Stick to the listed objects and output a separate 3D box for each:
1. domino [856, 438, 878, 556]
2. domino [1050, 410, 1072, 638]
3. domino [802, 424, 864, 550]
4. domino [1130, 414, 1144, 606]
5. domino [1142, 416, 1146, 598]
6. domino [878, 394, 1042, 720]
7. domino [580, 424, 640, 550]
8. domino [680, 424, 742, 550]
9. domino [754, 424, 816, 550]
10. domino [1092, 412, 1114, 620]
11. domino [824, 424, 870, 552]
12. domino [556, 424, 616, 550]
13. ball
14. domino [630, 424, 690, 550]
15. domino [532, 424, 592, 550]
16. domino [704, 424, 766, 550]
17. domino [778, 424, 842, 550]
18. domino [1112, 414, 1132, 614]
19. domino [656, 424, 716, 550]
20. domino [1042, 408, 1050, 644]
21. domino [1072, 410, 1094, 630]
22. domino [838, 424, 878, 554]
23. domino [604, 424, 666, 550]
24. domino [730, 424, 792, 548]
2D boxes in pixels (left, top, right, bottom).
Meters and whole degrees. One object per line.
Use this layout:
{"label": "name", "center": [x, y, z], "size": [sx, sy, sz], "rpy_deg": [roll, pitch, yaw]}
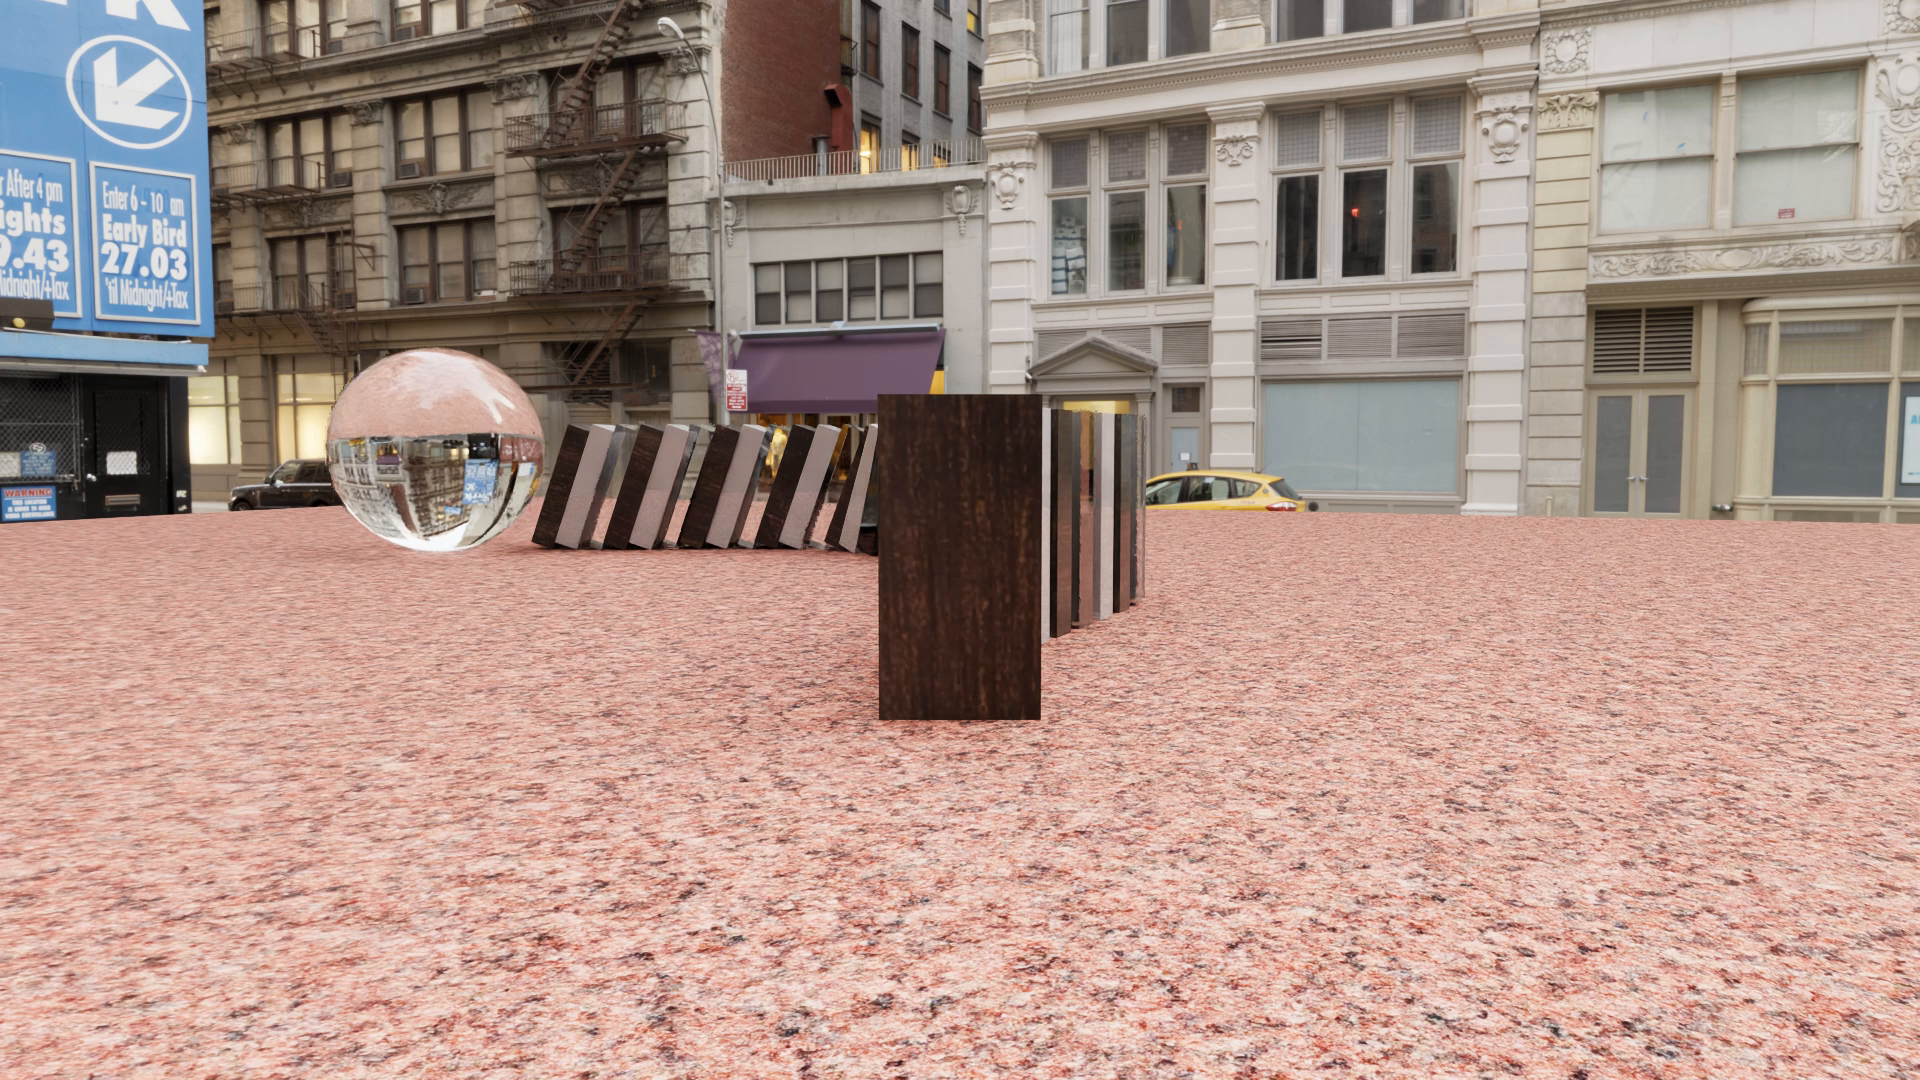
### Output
{"label": "domino", "center": [-0.023, -0.020, 0.491], "size": [0.025, 0.050, 0.009], "rpy_deg": [-4, 23, -44]}
{"label": "domino", "center": [0.012, -0.004, 0.289], "size": [0.025, 0.050, 0.009], "rpy_deg": [2, 5, 24]}
{"label": "domino", "center": [-0.049, -0.022, 0.523], "size": [0.009, 0.050, 0.025], "rpy_deg": [20, 6, 3]}
{"label": "domino", "center": [0.036, -0.008, 0.344], "size": [0.025, 0.050, 0.010], "rpy_deg": [1, 5, 18]}
{"label": "domino", "center": [0.039, -0.009, 0.359], "size": [0.025, 0.050, 0.009], "rpy_deg": [0, 4, -1]}
{"label": "domino", "center": [0.000, 0.002, 0.201], "size": [0.025, 0.050, 0.009], "rpy_deg": [0, 4, 0]}
{"label": "domino", "center": [-0.140, -0.022, 0.525], "size": [0.009, 0.050, 0.025], "rpy_deg": [19, 5, 1]}
{"label": "domino", "center": [-0.100, -0.022, 0.528], "size": [0.009, 0.050, 0.025], "rpy_deg": [19, 6, 4]}
{"label": "domino", "center": [-0.069, -0.022, 0.528], "size": [0.009, 0.050, 0.025], "rpy_deg": [20, 6, 4]}
{"label": "domino", "center": [0.024, -0.006, 0.316], "size": [0.025, 0.050, 0.009], "rpy_deg": [2, 5, 24]}
{"label": "domino", "center": [-0.037, -0.021, 0.515], "size": [0.009, 0.050, 0.025], "rpy_deg": [25, 13, 18]}
{"label": "domino", "center": [-0.150, -0.022, 0.526], "size": [0.009, 0.050, 0.025], "rpy_deg": [19, 5, 1]}
{"label": "ball", "center": [-0.204, -0.035, 0.503], "size": [0.080, 0.080, 0.080], "rpy_deg": [0, 4, 0]}
{"label": "domino", "center": [-0.120, -0.022, 0.525], "size": [0.010, 0.050, 0.025], "rpy_deg": [19, 5, 1]}
{"label": "domino", "center": [-0.160, -0.022, 0.528], "size": [0.009, 0.050, 0.025], "rpy_deg": [19, 5, 1]}
{"label": "domino", "center": [-0.090, -0.022, 0.529], "size": [0.009, 0.050, 0.025], "rpy_deg": [19, 6, 4]}
{"label": "domino", "center": [-0.059, -0.022, 0.527], "size": [0.009, 0.050, 0.025], "rpy_deg": [20, 6, 4]}
{"label": "domino", "center": [0.031, -0.007, 0.330], "size": [0.025, 0.050, 0.009], "rpy_deg": [2, 5, 23]}
{"label": "domino", "center": [-0.110, -0.022, 0.526], "size": [0.009, 0.050, 0.025], "rpy_deg": [19, 6, 4]}
{"label": "domino", "center": [0.006, -0.003, 0.275], "size": [0.025, 0.050, 0.010], "rpy_deg": [2, 5, 21]}
{"label": "domino", "center": [0.018, -0.005, 0.303], "size": [0.025, 0.050, 0.009], "rpy_deg": [2, 5, 25]}
{"label": "domino", "center": [-0.029, -0.020, 0.502], "size": [0.009, 0.050, 0.025], "rpy_deg": [30, 23, 36]}
{"label": "domino", "center": [-0.130, -0.022, 0.524], "size": [0.009, 0.050, 0.025], "rpy_deg": [19, 5, 1]}
{"label": "domino", "center": [-0.079, -0.022, 0.529], "size": [0.009, 0.050, 0.025], "rpy_deg": [19, 6, 4]}
